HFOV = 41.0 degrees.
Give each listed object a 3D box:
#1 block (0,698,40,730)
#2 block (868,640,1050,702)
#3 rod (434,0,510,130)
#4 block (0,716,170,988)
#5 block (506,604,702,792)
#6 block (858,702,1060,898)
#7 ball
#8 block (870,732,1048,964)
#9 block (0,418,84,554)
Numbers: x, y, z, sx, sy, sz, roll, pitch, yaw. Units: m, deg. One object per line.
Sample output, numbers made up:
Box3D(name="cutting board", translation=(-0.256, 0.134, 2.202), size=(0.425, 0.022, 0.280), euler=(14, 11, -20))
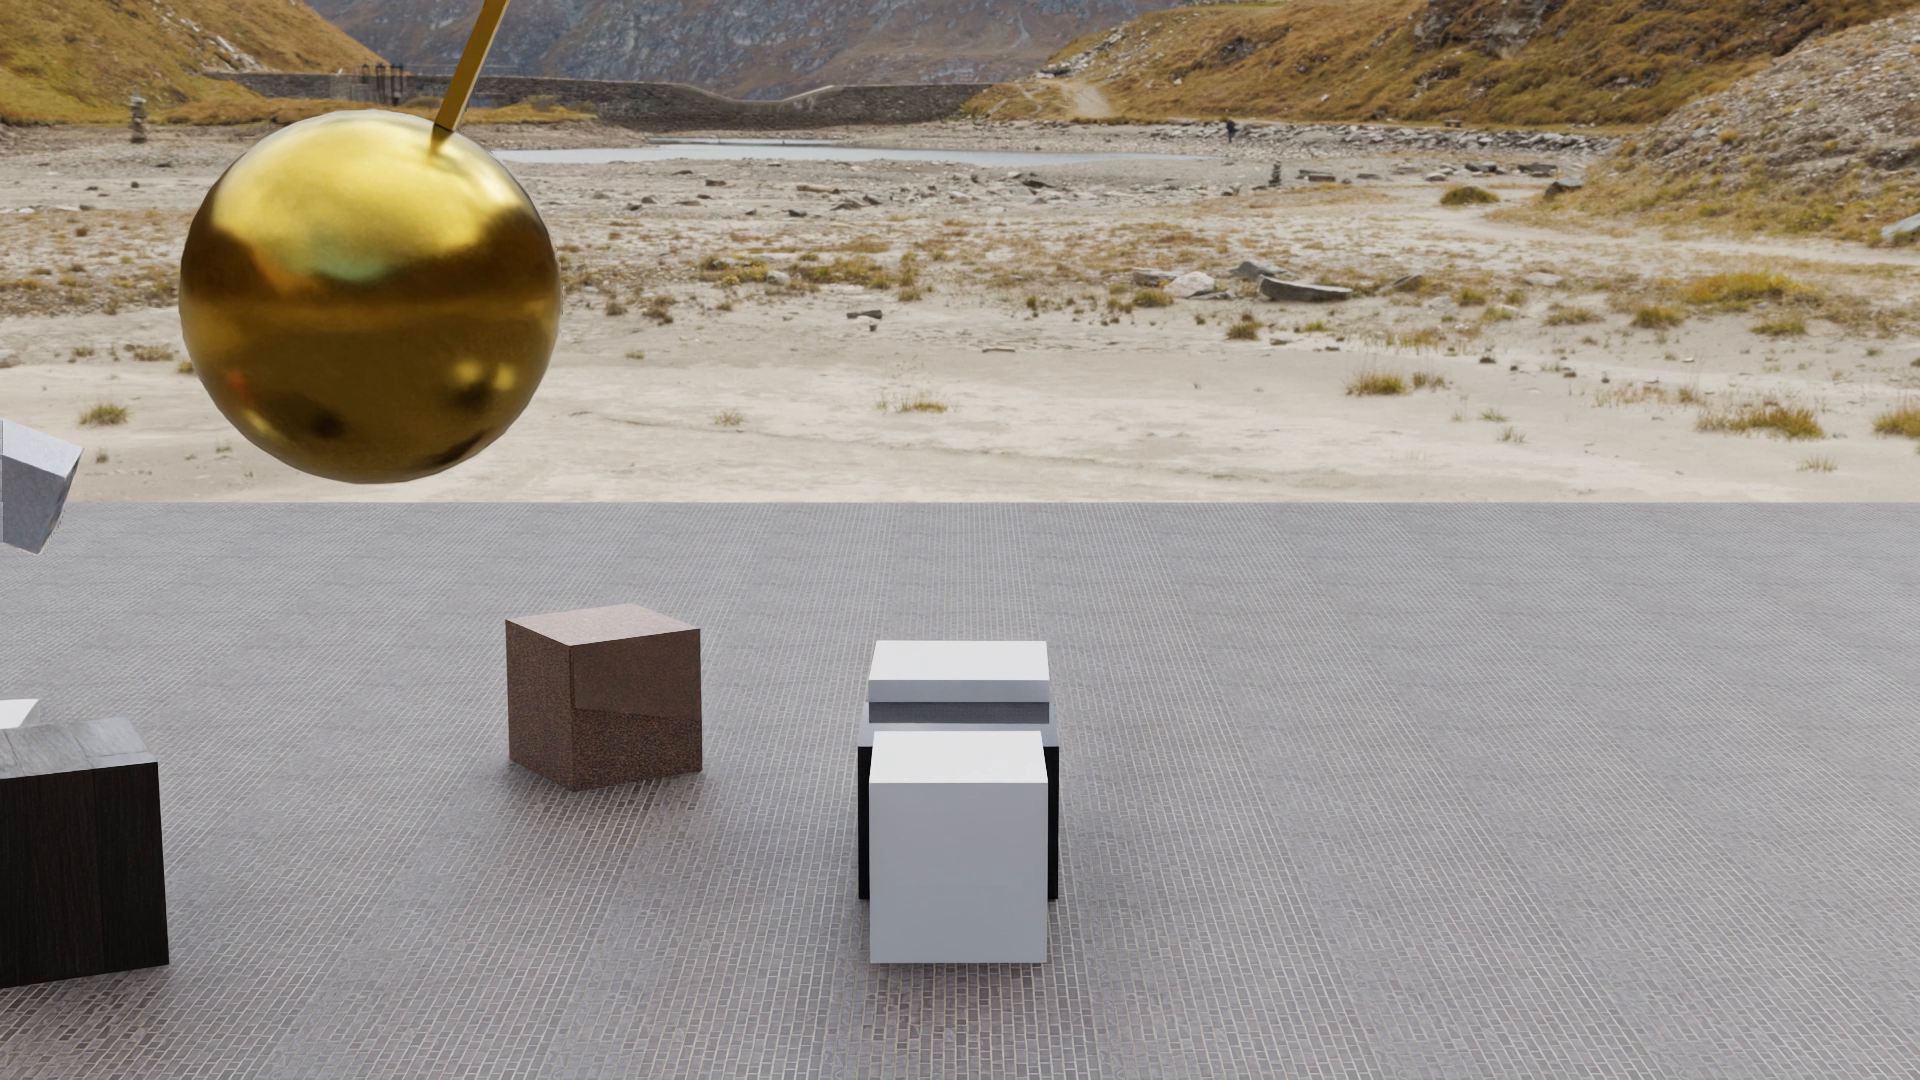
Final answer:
Box3D(name="block", translation=(-4.556, 1.113, 11.724), size=(0.591, 0.615, 0.641), euler=(-2, 10, -10))
Box3D(name="block", translation=(0.001, 0.949, 12.167), size=(0.825, 0.781, 0.817), euler=(0, 10, 1))
Box3D(name="rod", translation=(-1.091, -4.072, 10.440), size=(0.080, 5.200, 0.080), euler=(24, 9, -4))
Box3D(name="block", translation=(-3.719, 1.252, 10.342), size=(0.857, 0.836, 0.810), euler=(-5, 11, -26))
Box3D(name="block", translation=(-1.825, 0.791, 13.140), size=(0.725, 0.742, 0.757), euler=(-7, 12, -33))
Box3D(name="block", translation=(-0.007, 1.143, 11.382), size=(0.860, 0.678, 0.784), euler=(0, 10, 0))
Box3D(name="ball", translation=(-2.517, -1.036, 10.992), size=(1.600, 1.600, 1.600), euler=(0, 10, 0))
Box3D(name="block", translation=(-0.008, 1.253, 10.590), size=(0.707, 0.746, 0.806), euler=(0, 10, 0))
Box3D(name="block", translation=(-4.801, -0.276, 13.106), size=(0.427, 0.459, 0.405), euler=(22, 20, -14))
